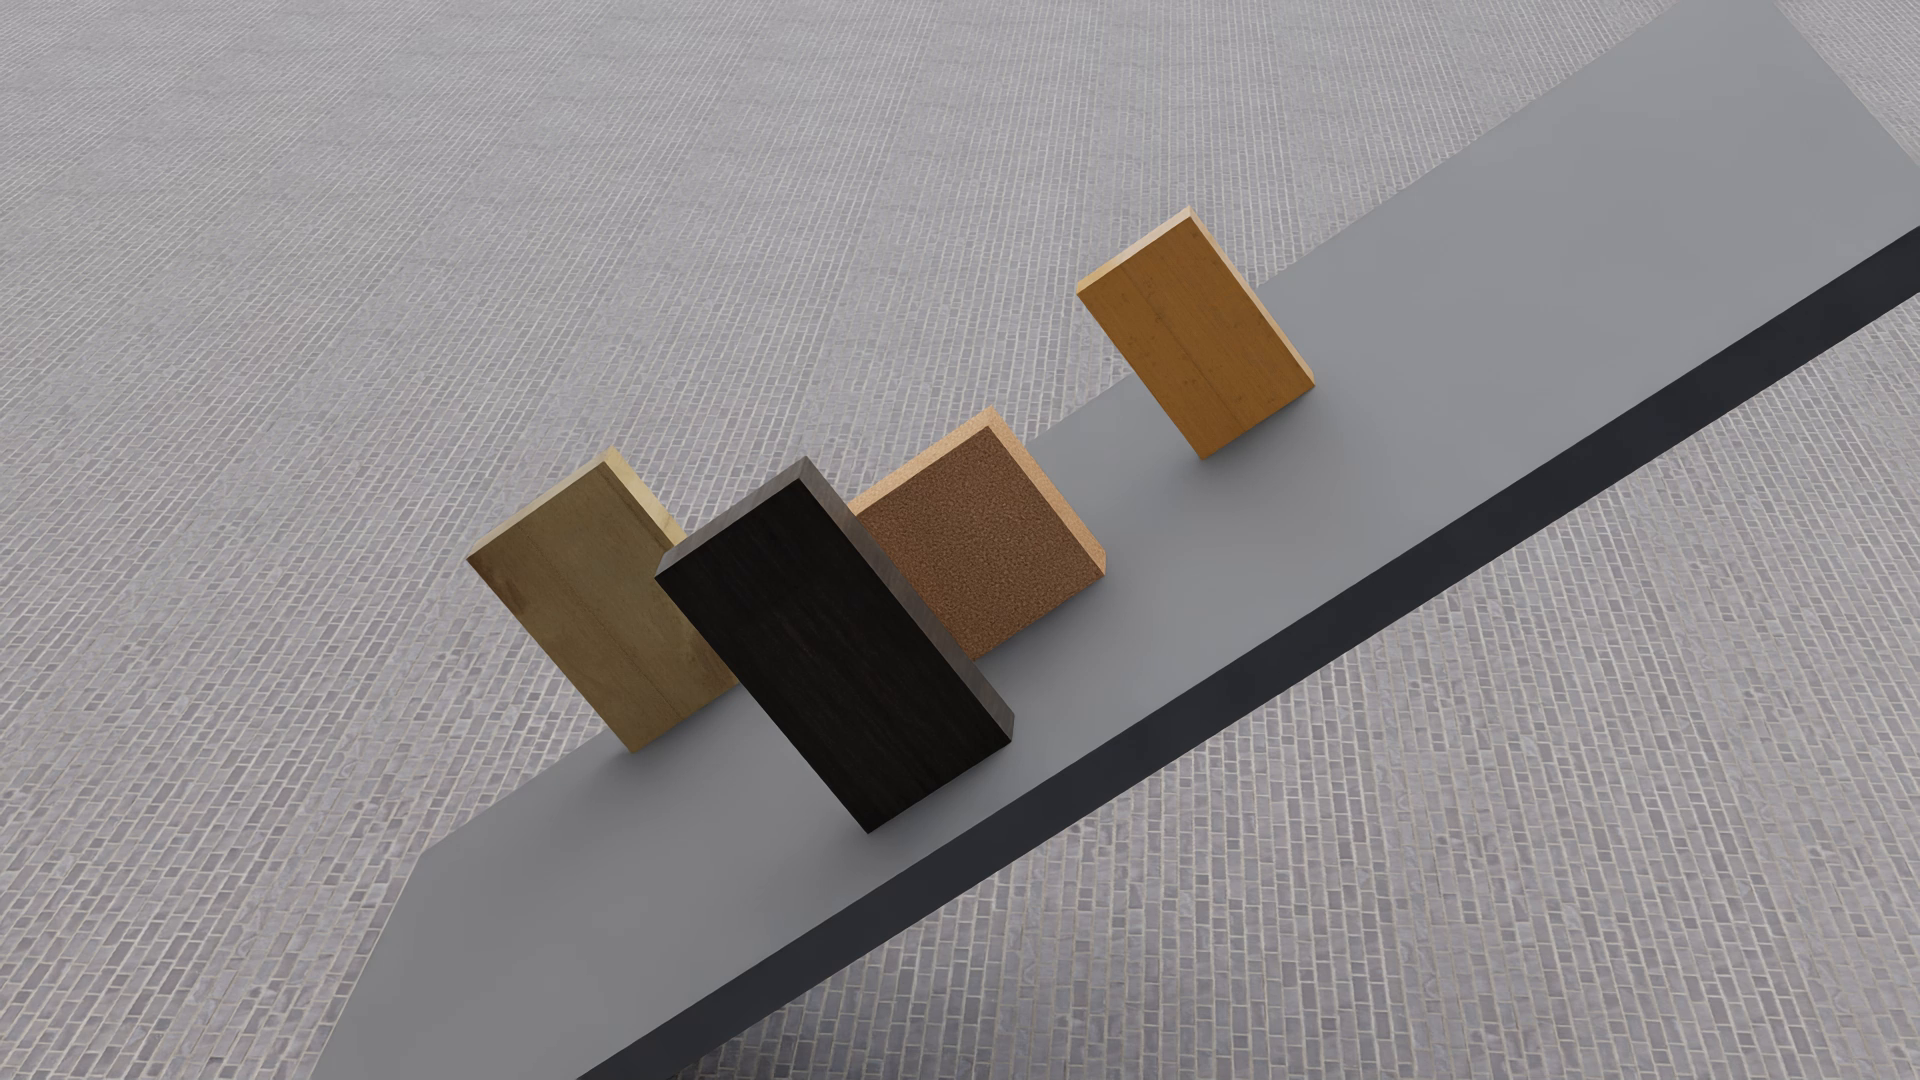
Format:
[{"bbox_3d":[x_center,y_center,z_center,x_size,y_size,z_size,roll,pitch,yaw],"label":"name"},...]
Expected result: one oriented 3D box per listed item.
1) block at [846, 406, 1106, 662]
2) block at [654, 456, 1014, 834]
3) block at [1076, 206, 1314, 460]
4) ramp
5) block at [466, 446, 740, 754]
[{"bbox_3d":[0.031,-0.002,6.107,0.377,0.403,0.123,-34,16,16],"label":"block"},{"bbox_3d":[-0.235,0.206,5.630,0.349,0.662,0.119,-34,16,16],"label":"block"},{"bbox_3d":[0.496,-0.433,6.187,0.288,0.454,0.082,-34,16,16],"label":"block"},{"bbox_3d":[0.130,0.178,6.319,4.000,0.100,2.000,-34,16,16],"label":"ramp"},{"bbox_3d":[-0.821,0.149,7.155,0.436,0.638,0.110,-34,16,16],"label":"block"}]
